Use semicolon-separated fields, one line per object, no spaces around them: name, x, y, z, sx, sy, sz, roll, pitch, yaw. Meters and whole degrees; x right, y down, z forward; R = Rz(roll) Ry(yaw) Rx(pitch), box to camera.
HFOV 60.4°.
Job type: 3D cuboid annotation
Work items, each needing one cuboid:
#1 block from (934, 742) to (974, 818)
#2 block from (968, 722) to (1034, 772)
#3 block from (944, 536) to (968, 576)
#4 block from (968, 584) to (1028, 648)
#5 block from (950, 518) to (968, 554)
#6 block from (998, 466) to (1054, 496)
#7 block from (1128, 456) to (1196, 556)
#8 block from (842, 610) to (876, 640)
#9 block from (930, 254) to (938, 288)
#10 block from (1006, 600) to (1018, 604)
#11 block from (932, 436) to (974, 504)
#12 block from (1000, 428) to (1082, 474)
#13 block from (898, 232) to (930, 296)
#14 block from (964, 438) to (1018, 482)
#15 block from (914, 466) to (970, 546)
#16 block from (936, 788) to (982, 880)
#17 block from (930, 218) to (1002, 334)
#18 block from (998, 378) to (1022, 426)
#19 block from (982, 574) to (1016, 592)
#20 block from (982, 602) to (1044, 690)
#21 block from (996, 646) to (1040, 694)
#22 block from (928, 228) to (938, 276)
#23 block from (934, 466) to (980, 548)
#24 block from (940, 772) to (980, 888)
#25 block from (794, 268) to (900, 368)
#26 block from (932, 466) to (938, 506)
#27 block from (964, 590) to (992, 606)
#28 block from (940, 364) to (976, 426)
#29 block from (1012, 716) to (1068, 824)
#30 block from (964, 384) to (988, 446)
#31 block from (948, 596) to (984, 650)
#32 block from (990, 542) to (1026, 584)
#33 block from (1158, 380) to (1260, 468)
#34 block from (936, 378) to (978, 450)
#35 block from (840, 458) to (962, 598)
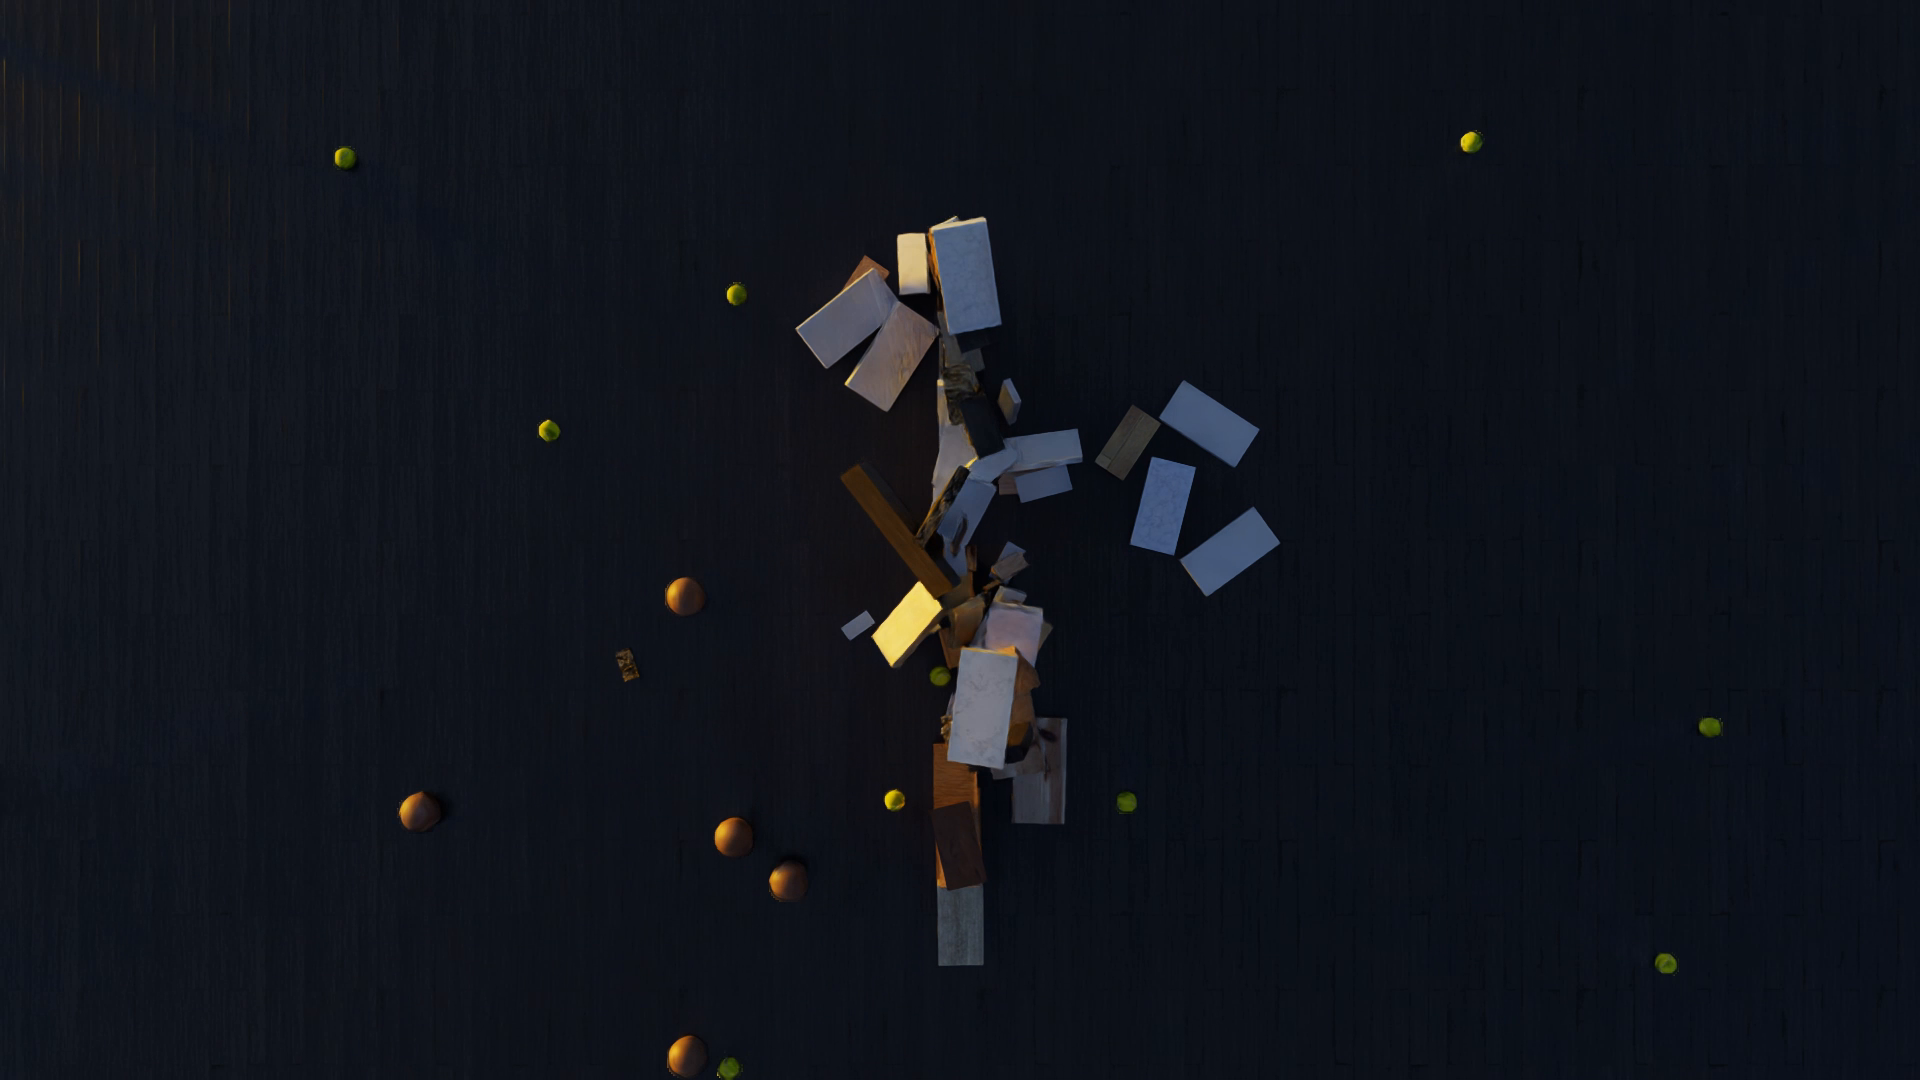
block;-0.020;0.795;5.380;0.131;0.037;0.263;0;82;0
block;0.130;0.650;5.208;0.173;0.346;0.049;-14;94;9
block;-0.020;-0.015;5.286;0.067;0.019;0.264;-5;86;0
block;0.119;0.277;5.431;0.104;0.029;0.260;17;104;-42
block;-0.003;-0.013;5.169;0.015;0.052;0.104;19;112;-12
block;0.240;-0.213;5.484;0.229;0.032;0.114;-3;90;0
block;0.672;-0.113;5.479;0.150;0.043;0.301;14;90;0
block;-0.339;0.285;5.493;0.104;0.015;0.052;-35;90;0
block;-0.032;-0.865;5.486;0.100;0.028;0.200;-19;90;0
block;0.171;0.257;5.398;0.058;0.016;0.116;-16;114;-8
block;-0.019;-0.215;5.213;0.107;0.030;0.214;8;88;2
block;0.242;-0.292;5.457;0.314;0.032;0.114;-8;59;0
block;-0.153;-0.914;5.471;0.100;0.028;0.200;-2;90;18
block;0.090;-0.237;5.184;0.176;0.025;0.088;-43;111;-3
block;-0.058;-0.103;5.076;0.039;0.277;0.139;31;55;-3
block;-0.005;0.971;5.446;0.149;0.042;0.299;-1;77;0
block;0.021;-0.797;4.991;0.163;0.046;0.327;-11;114;-3
block;0.161;-0.452;5.403;0.025;0.176;0.088;-23;74;-12
block;0.133;0.133;5.442;0.116;0.058;0.016;-29;89;-10
block;0.161;0.375;5.401;0.175;0.049;0.349;7;116;-1
block;0.130;0.421;5.179;0.173;0.346;0.049;-17;69;9
block;-0.022;-0.892;5.161;0.126;0.036;0.251;-6;47;-5
block;-0.009;-0.112;5.321;0.132;0.037;0.264;-3;86;0
block;-0.005;0.923;5.402;0.131;0.037;0.424;-2;70;0
block;-0.364;-0.732;5.441;0.327;0.046;0.163;-39;106;-5
block;-0.032;-0.140;5.245;0.107;0.030;0.214;8;90;2
block;0.059;0.202;5.399;0.094;0.013;0.047;-20;114;-28
block;0.000;-0.455;5.173;0.090;0.026;0.181;-10;88;-3
block;0.262;0.763;5.475;0.175;0.049;0.349;1;90;0
block;0.052;-0.396;5.210;0.090;0.026;0.181;-14;77;-10
block;0.019;0.272;5.390;0.104;0.208;0.029;-24;60;-22
block;0.157;0.078;5.491;0.067;0.019;0.133;29;90;0
block;0.825;-0.385;5.479;0.301;0.043;0.150;33;90;0
block;-0.005;-0.397;5.336;0.132;0.037;0.264;-2;127;-1
block;-0.189;-0.034;5.250;0.039;0.139;0.495;-41;96;-33
